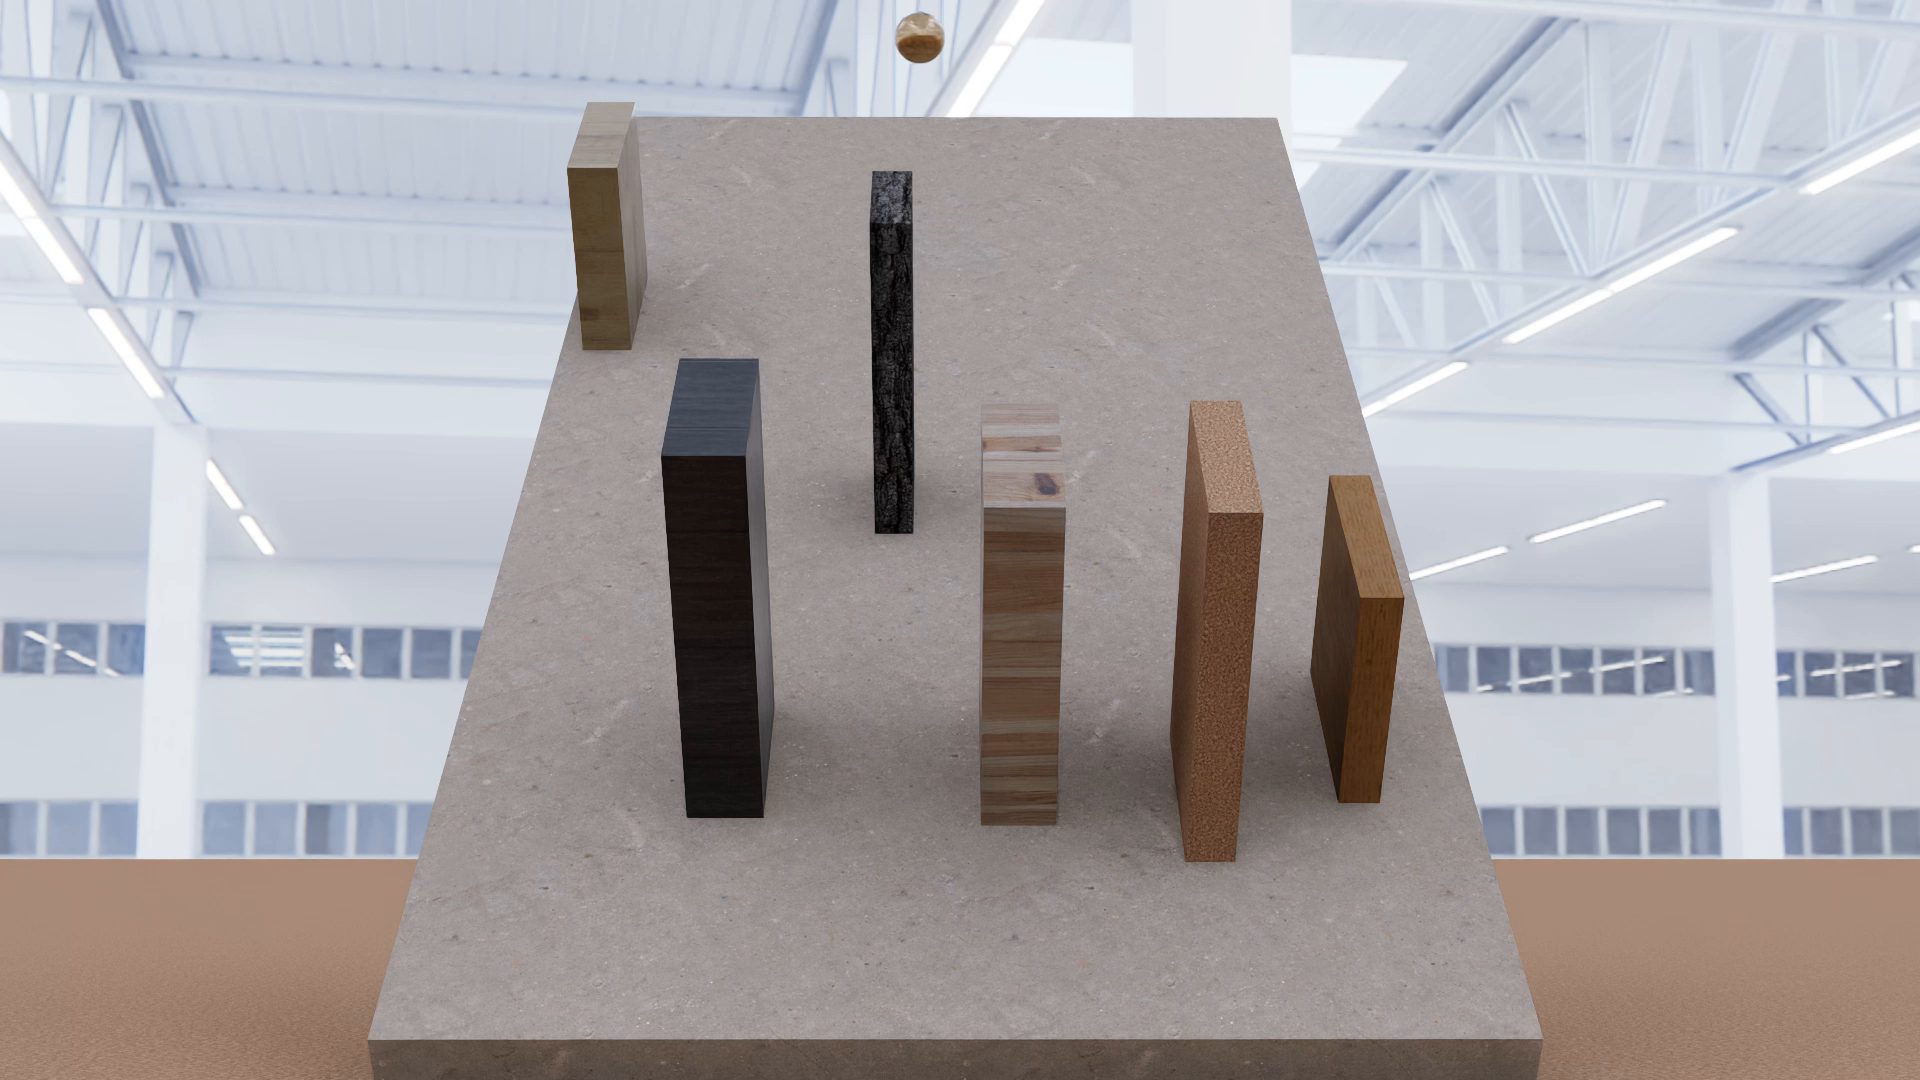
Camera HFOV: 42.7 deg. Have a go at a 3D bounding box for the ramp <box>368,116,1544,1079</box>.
[{"bbox_3d":[-0.015,-0.184,5.884,2.000,0.100,4.000,0,33,0],"label":"ramp"}]

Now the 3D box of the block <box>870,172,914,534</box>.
[{"bbox_3d":[-0.148,-0.408,5.430,0.086,0.766,0.265,0,33,0],"label":"block"}]

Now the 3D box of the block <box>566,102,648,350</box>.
[{"bbox_3d":[-0.900,-0.808,6.296,0.123,0.503,0.414,0,33,0],"label":"block"}]

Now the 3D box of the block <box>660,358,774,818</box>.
[{"bbox_3d":[-0.446,0.096,4.605,0.146,0.800,0.354,0,33,0],"label":"block"}]

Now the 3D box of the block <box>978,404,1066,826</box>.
[{"bbox_3d":[0.111,0.143,4.619,0.143,0.710,0.368,0,33,0],"label":"block"}]

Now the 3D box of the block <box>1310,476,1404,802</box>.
[{"bbox_3d":[0.767,0.189,4.770,0.080,0.475,0.432,0,33,0],"label":"block"}]

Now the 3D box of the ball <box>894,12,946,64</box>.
[{"bbox_3d":[-0.114,-1.425,6.963,0.145,0.145,0.145,0,-7,0],"label":"ball"}]

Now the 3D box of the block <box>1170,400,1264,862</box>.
[{"bbox_3d":[0.466,0.172,4.523,0.093,0.766,0.387,0,33,0],"label":"block"}]
